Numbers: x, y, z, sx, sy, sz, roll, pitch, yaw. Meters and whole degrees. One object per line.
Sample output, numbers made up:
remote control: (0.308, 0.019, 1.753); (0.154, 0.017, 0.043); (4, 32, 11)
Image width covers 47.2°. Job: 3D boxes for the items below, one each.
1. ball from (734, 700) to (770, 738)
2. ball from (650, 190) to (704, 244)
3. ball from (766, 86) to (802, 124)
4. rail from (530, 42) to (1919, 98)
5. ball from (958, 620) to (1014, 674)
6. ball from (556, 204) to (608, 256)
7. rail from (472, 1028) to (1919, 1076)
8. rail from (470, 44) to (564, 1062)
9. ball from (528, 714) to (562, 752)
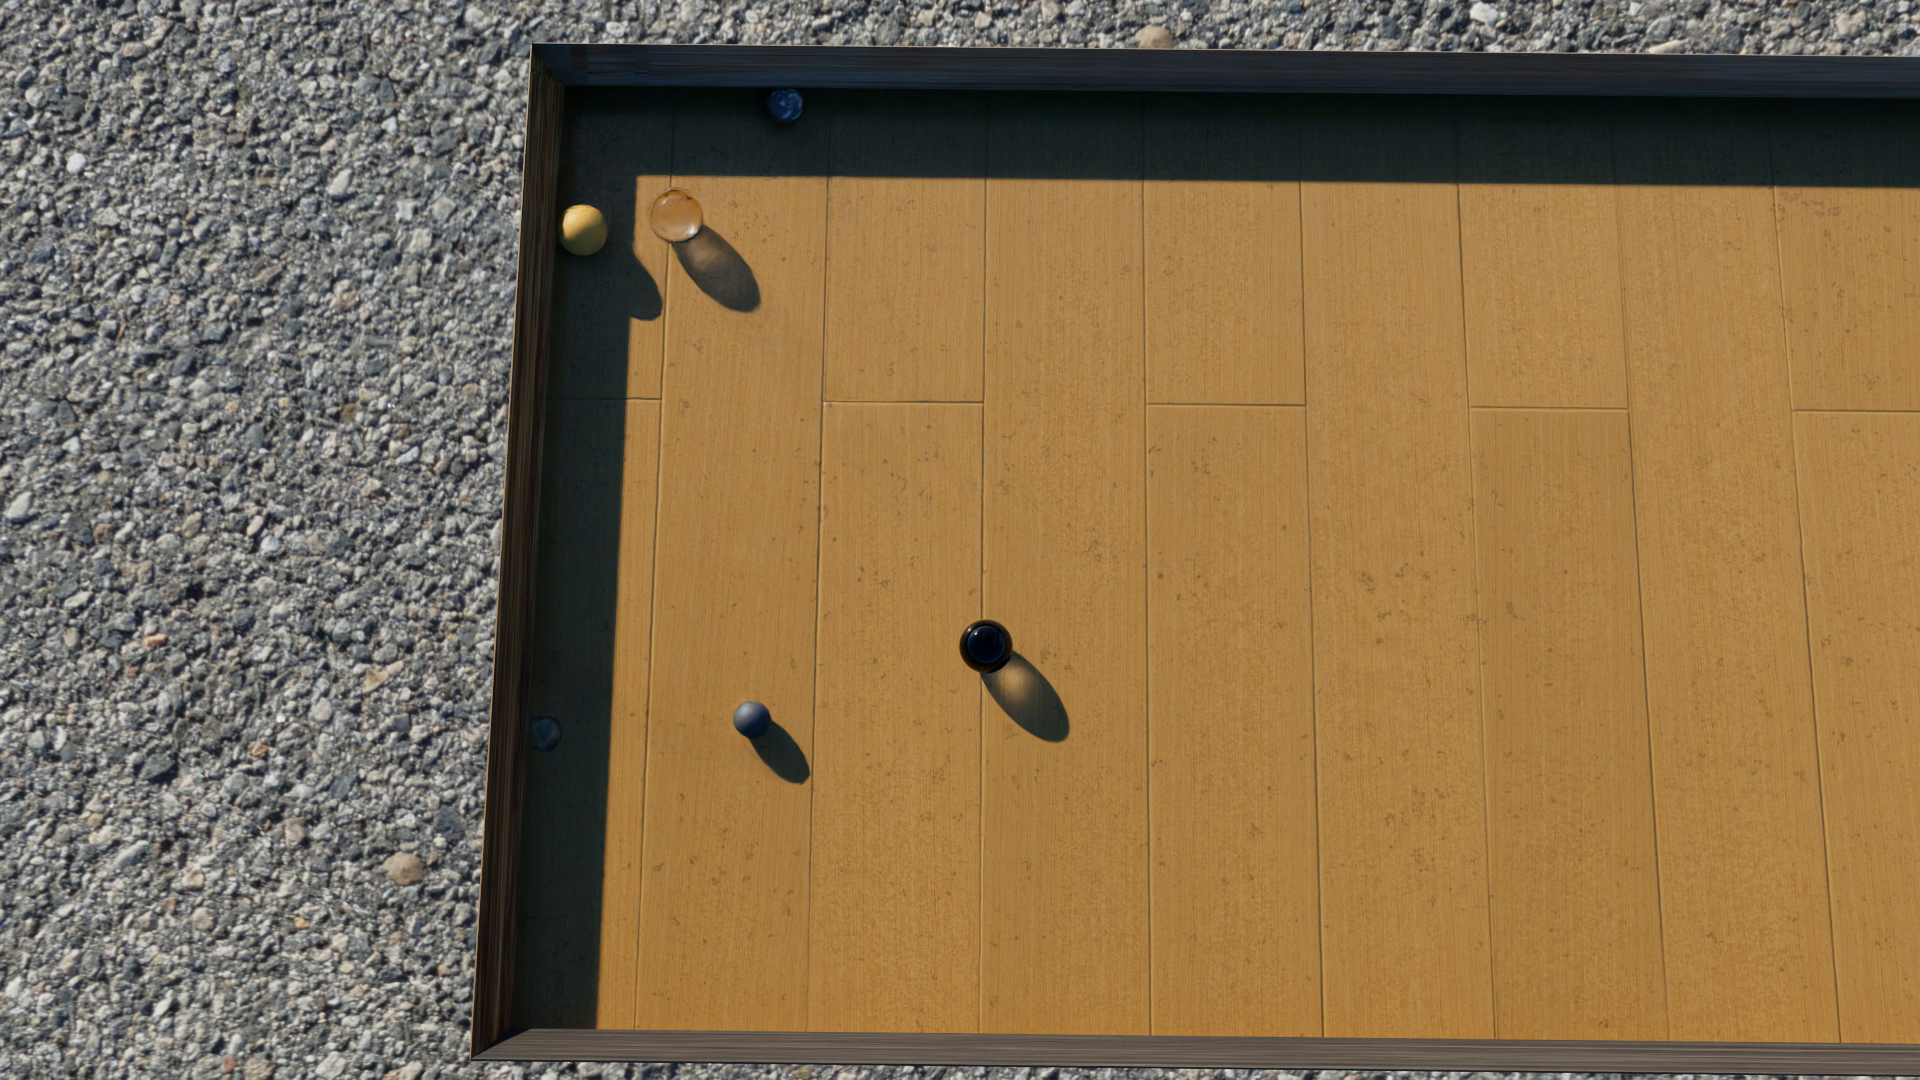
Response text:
ball: (-0.309, 0.266, 3.268); (0.055, 0.055, 0.055); (0, 77, 0)
ball: (-0.444, -0.505, 3.436); (0.084, 0.084, 0.084); (0, 77, 0)
ball: (-0.280, -0.691, 3.494); (0.058, 0.058, 0.058); (0, 77, 0)
rail: (0.686, -0.728, 3.475); (2.714, 0.109, 0.045); (1, 77, 0)
ball: (0.039, 0.159, 3.280); (0.081, 0.081, 0.081); (0, 77, 0)
ball: (-0.589, -0.484, 3.434); (0.080, 0.080, 0.080); (0, 77, 0)
rail: (0.670, 0.732, 3.129); (2.714, 0.109, 0.045); (1, 77, 0)
rail: (-0.655, -0.012, 3.305); (0.045, 0.109, 1.547); (1, 77, 0)
ball: (-0.619, 0.287, 3.263); (0.056, 0.056, 0.056); (0, 77, 0)
